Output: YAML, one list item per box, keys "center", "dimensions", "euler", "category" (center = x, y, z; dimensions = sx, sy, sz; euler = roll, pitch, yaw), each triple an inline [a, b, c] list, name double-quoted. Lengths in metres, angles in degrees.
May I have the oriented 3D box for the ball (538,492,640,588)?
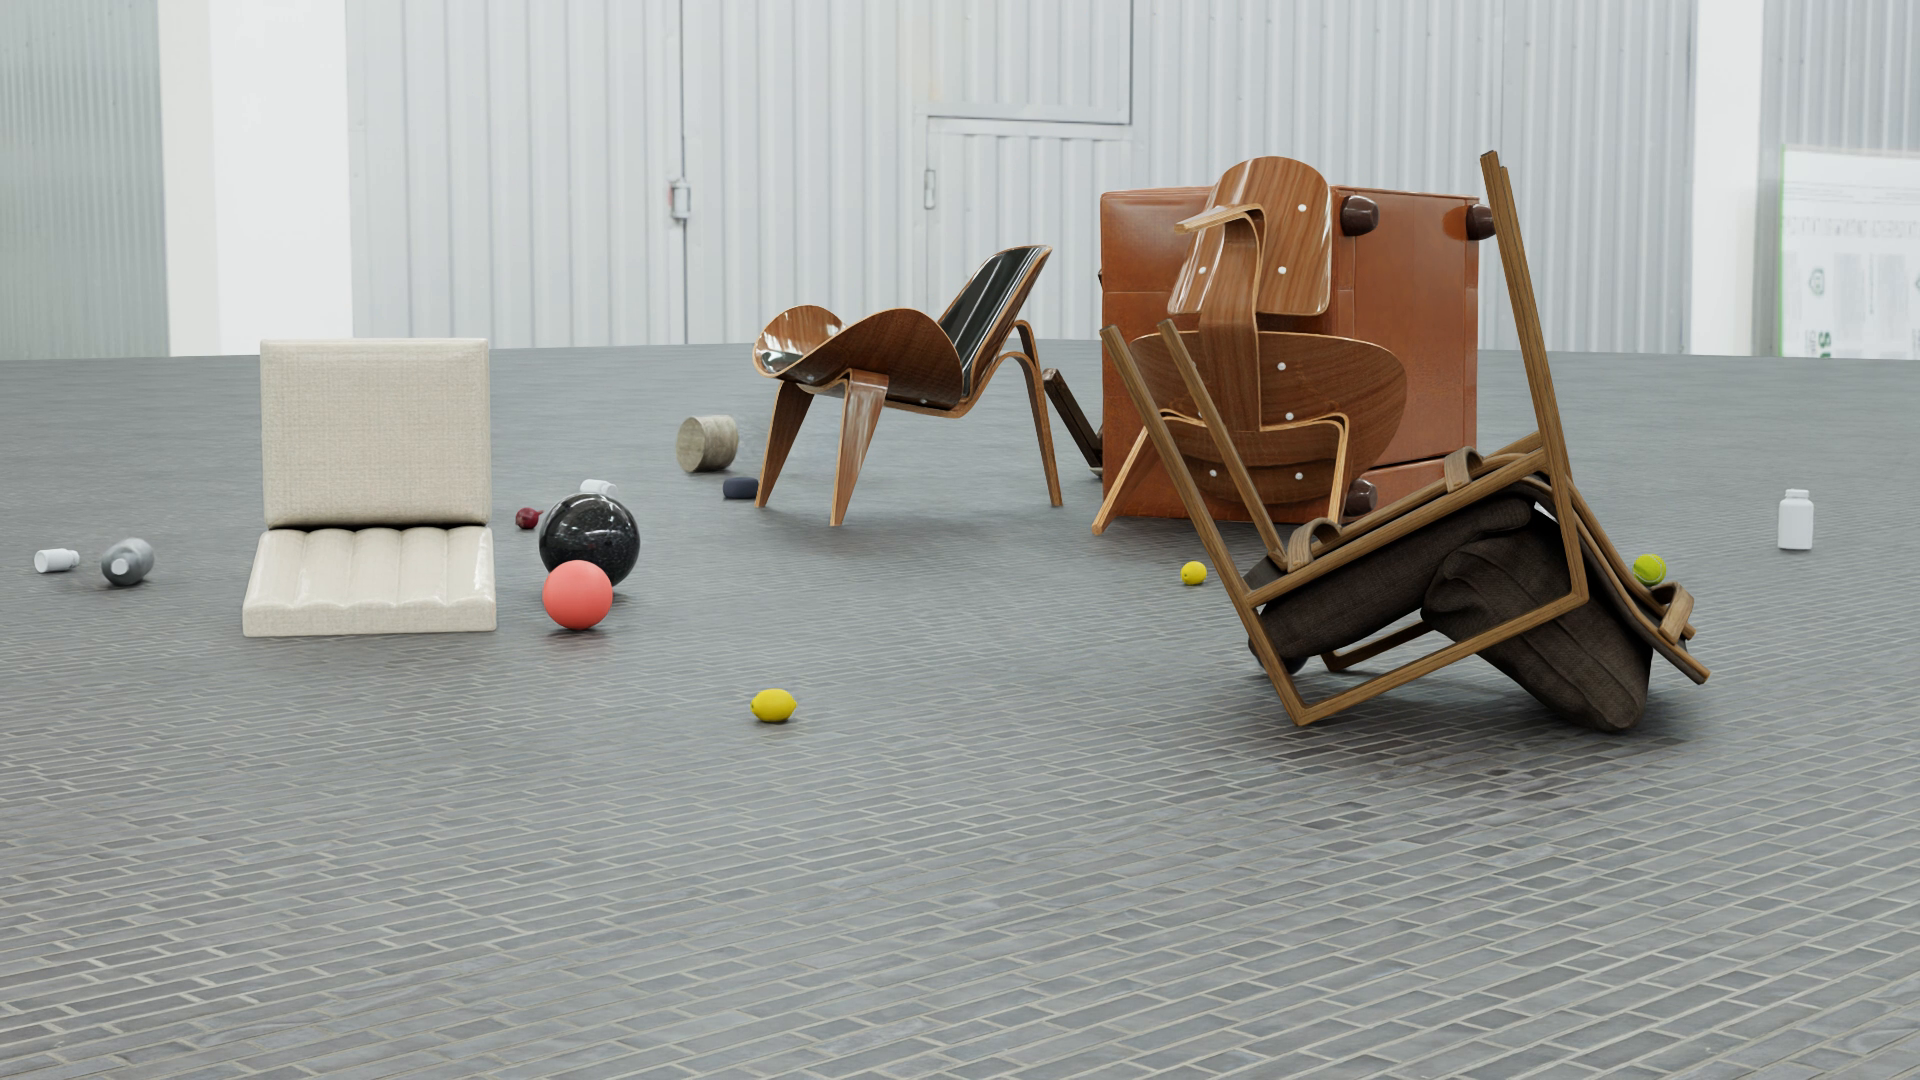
- center: [-0.771, 0.004, 5.340]
  dimensions: [0.212, 0.212, 0.212]
  euler: [0, 6, 0]
  category: "ball"

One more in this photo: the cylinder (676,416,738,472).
- center: [-0.856, -0.327, 8.694]
  dimensions: [0.122, 0.186, 0.180]
  euler: [17, 15, 31]
  category: "cylinder"

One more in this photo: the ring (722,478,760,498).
- center: [-0.651, -0.154, 7.629]
  dimensions: [0.124, 0.059, 0.098]
  euler: [4, 9, 42]
  category: "ring"

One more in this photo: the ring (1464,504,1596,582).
- center: [1.254, 0.006, 5.651]
  dimensions: [0.280, 0.145, 0.314]
  euler: [0, 7, -11]
  category: "ring"

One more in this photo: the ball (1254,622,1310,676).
- center: [0.531, 0.180, 4.227]
  dimensions: [0.091, 0.091, 0.091]
  euler: [0, 6, 0]
  category: "ball"

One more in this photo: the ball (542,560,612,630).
- center: [-0.713, 0.102, 4.786]
  dimensions: [0.130, 0.130, 0.130]
  euler: [0, 6, 0]
  category: "ball"
